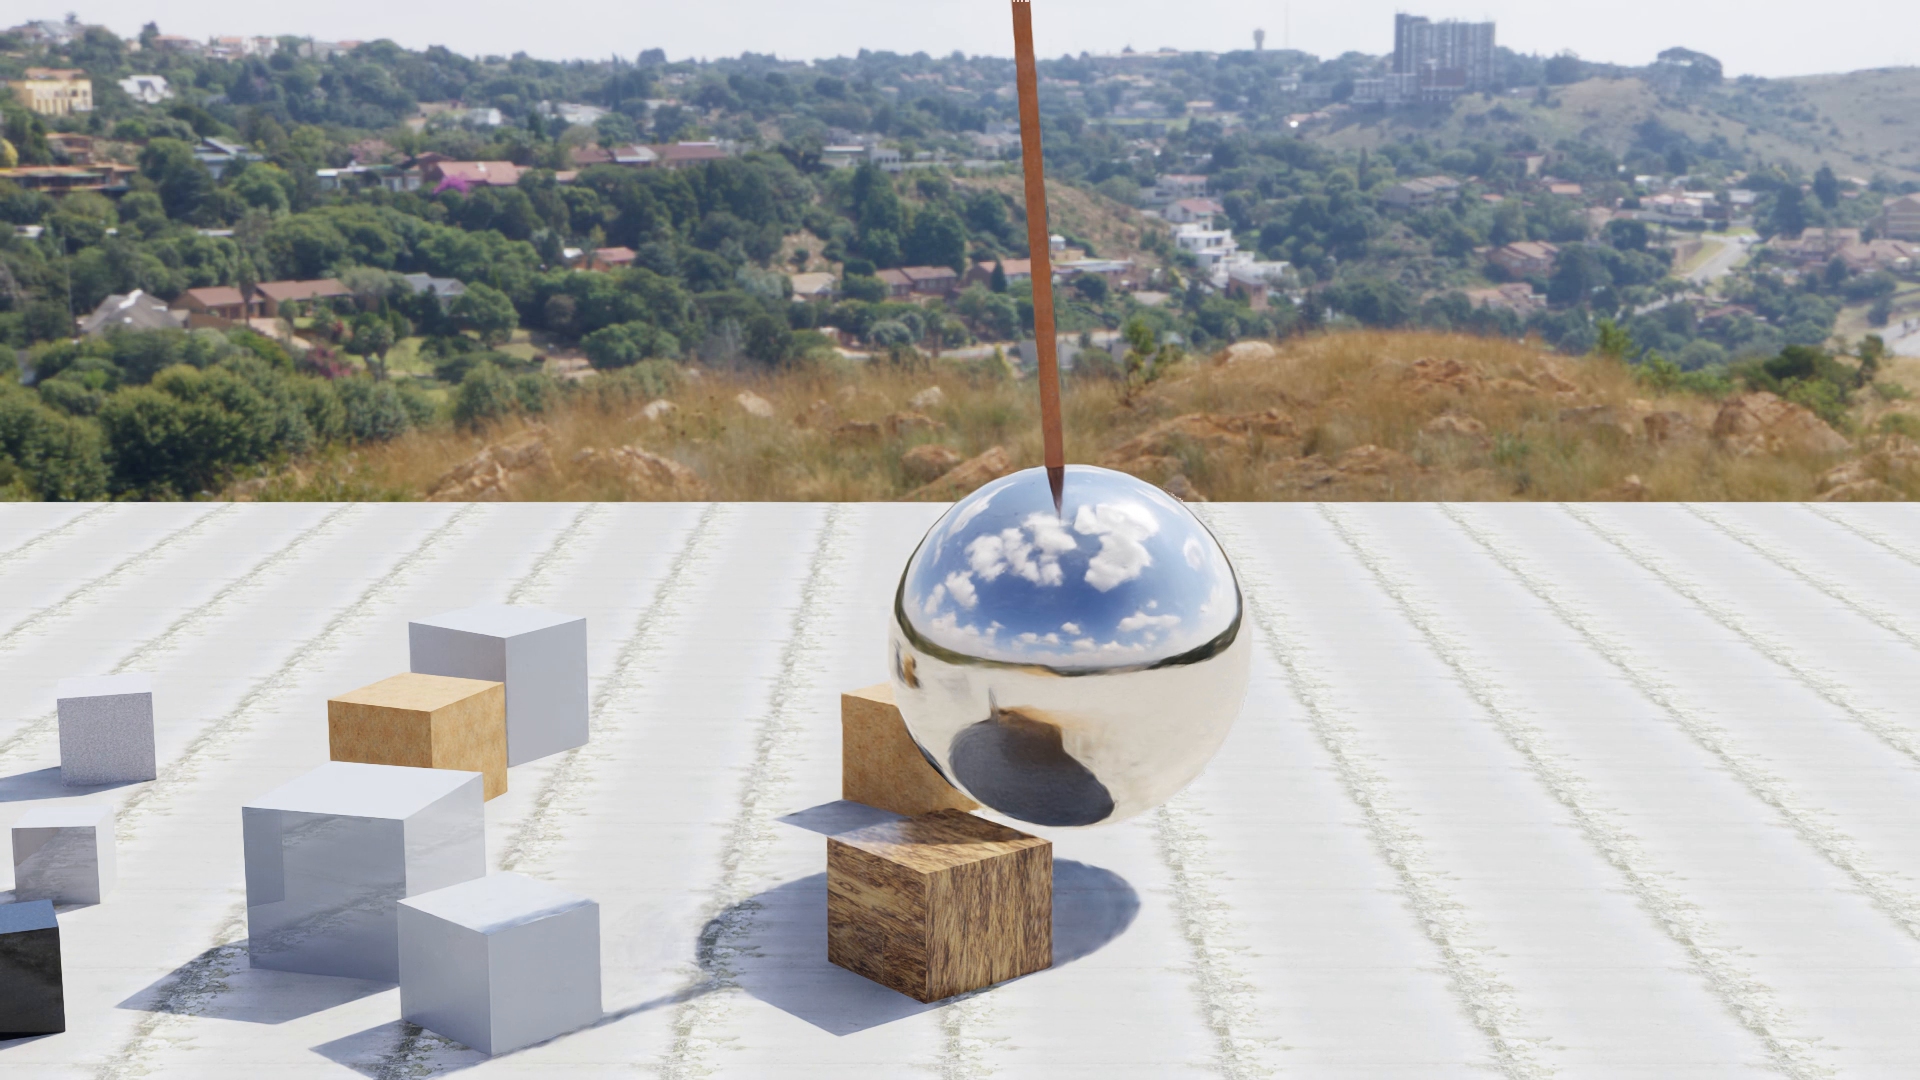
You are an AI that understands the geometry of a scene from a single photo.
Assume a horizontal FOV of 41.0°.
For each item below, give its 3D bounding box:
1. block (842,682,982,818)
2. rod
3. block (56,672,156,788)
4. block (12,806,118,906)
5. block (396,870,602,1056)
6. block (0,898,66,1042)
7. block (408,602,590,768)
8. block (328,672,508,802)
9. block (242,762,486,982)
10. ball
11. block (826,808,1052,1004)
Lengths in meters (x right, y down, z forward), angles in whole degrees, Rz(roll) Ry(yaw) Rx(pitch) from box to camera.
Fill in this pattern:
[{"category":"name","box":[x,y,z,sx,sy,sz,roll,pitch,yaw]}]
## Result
[{"category":"block","box":[-0.137,1.003,12.562,0.614,0.532,0.634,9,14,42]},{"category":"rod","box":[0.206,-2.870,10.659,0.080,5.200,0.080,-4,10,1]},{"category":"block","box":[-4.331,0.959,13.025,0.450,0.454,0.444,-3,11,-18]},{"category":"block","box":[-3.870,1.363,11.099,0.350,0.347,0.312,-1,10,-5]},{"category":"block","box":[-1.725,1.575,9.613,0.562,0.461,0.509,9,14,42]},{"category":"block","box":[-3.538,1.608,9.581,0.323,0.408,0.353,-4,11,-23]},{"category":"block","box":[-2.425,0.753,13.515,0.696,0.683,0.602,7,12,34]},{"category":"block","box":[-2.631,1.006,12.481,0.585,0.555,0.630,4,11,22]},{"category":"block","box":[-2.396,1.330,10.390,0.699,0.665,0.702,3,11,15]},{"category":"ball","box":[0.475,0.465,11.265,1.600,1.600,1.600,0,10,0]},{"category":"block","box":[-0.082,1.439,10.202,0.644,0.518,0.624,-8,13,-39]}]
